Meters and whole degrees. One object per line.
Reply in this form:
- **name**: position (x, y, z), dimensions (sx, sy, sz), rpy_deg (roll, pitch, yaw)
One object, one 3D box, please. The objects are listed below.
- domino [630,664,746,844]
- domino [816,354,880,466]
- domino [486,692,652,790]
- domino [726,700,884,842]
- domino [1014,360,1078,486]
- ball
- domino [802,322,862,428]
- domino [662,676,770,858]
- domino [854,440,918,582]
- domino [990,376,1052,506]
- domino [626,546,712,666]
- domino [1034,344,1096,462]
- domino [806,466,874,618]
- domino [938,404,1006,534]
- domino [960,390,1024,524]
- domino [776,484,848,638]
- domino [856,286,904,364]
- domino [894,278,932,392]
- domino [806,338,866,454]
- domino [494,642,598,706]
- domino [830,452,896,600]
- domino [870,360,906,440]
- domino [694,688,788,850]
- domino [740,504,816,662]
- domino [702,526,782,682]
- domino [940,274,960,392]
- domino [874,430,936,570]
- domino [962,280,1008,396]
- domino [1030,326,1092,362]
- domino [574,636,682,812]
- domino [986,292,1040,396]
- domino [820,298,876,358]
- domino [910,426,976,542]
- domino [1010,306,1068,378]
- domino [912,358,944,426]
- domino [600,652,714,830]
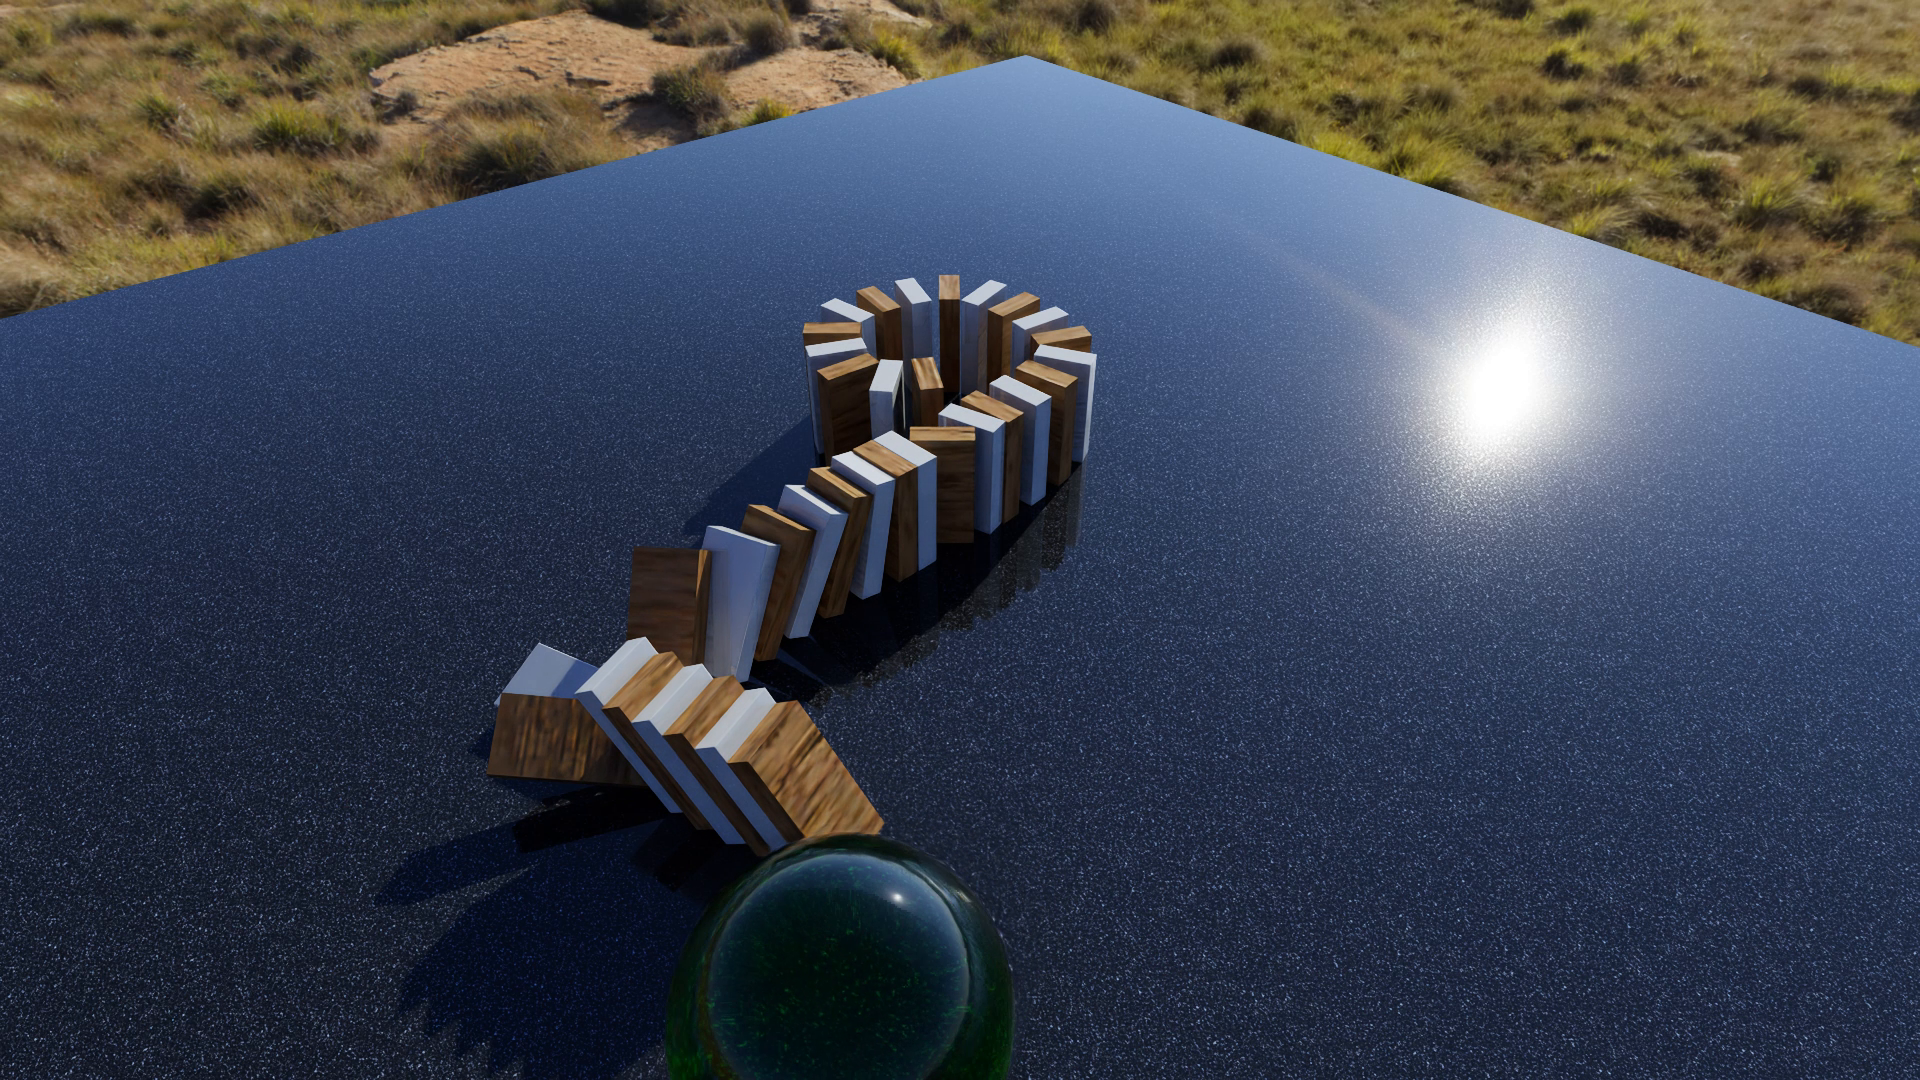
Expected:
- **domino**: position (-0.075, 0.065, 0.334), dimensions (0.009, 0.050, 0.025), rpy_deg (-13, 27, 39)
- **domino**: position (-0.047, -0.054, 0.477), dimensions (0.025, 0.050, 0.010), rpy_deg (-24, 45, -27)
- **domino**: position (-0.120, 0.064, 0.347), dimensions (0.050, 0.009, 0.025), rpy_deg (8, 70, -14)
- **domino**: position (-0.044, 0.075, 0.323), dimensions (0.010, 0.050, 0.025), rpy_deg (-13, 27, 39)
- **domino**: position (0.036, -0.050, 0.472), dimensions (0.025, 0.050, 0.010), rpy_deg (26, 46, 28)
- **ball**: position (-0.027, 0.109, 0.255), dimensions (0.080, 0.080, 0.080), rpy_deg (0, 39, 0)
- **domino**: position (-0.057, -0.075, 0.503), dimensions (0.025, 0.050, 0.010), rpy_deg (0, 39, 0)
- **domino**: position (-0.064, 0.068, 0.330), dimensions (0.010, 0.050, 0.025), rpy_deg (-13, 27, 39)
- **domino**: position (-0.029, -0.011, 0.424), dimensions (0.025, 0.050, 0.009), rpy_deg (32, 47, 33)
- **domino**: position (0.024, -0.041, 0.462), dimensions (0.025, 0.050, 0.010), rpy_deg (31, 48, 32)
- **domino**: position (-0.101, 0.028, 0.381), dimensions (0.025, 0.050, 0.010), rpy_deg (2, -4, 14)
- **domino**: position (0.045, -0.060, 0.484), dimensions (0.025, 0.050, 0.010), rpy_deg (13, 41, 15)
- **domino**: position (-0.050, 0.001, 0.410), dimensions (0.025, 0.050, 0.009), rpy_deg (32, 27, 33)
- **domino**: position (0.004, -0.028, 0.446), dimensions (0.025, 0.050, 0.010), rpy_deg (21, 43, 24)
- **domino**: position (0.012, -0.034, 0.453), dimensions (0.025, 0.050, 0.010), rpy_deg (30, 47, 31)
- **domino**: position (-0.060, 0.008, 0.403), dimensions (0.025, 0.050, 0.010), rpy_deg (31, 19, 32)
- **domino**: position (-0.038, -0.092, 0.524), dimensions (0.009, 0.050, 0.025), rpy_deg (-22, 44, -25)
- **domino**: position (-0.022, -0.097, 0.530), dimensions (0.010, 0.050, 0.025), rpy_deg (-14, 41, -16)
- **domino**: position (-0.053, -0.064, 0.489), dimensions (0.025, 0.050, 0.009), rpy_deg (-11, 41, -13)
- **domino**: position (-0.128, 0.055, 0.370), dimensions (0.050, 0.010, 0.025), rpy_deg (18, 61, 20)
- **domino**: position (-0.039, -0.005, 0.417), dimensions (0.025, 0.050, 0.009), rpy_deg (32, 37, 33)
- **domino**: position (-0.031, -0.049, 0.471), dimensions (0.010, 0.050, 0.025), rpy_deg (5, 40, 6)
- **domino**: position (-0.054, 0.071, 0.326), dimensions (0.010, 0.050, 0.025), rpy_deg (-13, 27, 39)
- **domino**: position (-0.071, 0.015, 0.396), dimensions (0.025, 0.050, 0.010), rpy_deg (24, 11, 26)
- **domino**: position (-0.082, 0.022, 0.387), dimensions (0.025, 0.050, 0.009), rpy_deg (16, 5, 19)
- **domino**: position (-0.005, -0.100, 0.533), dimensions (0.010, 0.050, 0.025), rpy_deg (0, 39, 0)
- **domino**: position (-0.021, -0.015, 0.430), dimensions (0.025, 0.050, 0.010), rpy_deg (32, 48, 33)
- **domino**: position (0.011, -0.096, 0.529), dimensions (0.010, 0.050, 0.025), rpy_deg (23, 45, 25)
- **domino**: position (0.044, -0.071, 0.498), dimensions (0.025, 0.050, 0.009), rpy_deg (-12, 41, -15)
- **domino**: position (-0.094, 0.058, 0.343), dimensions (0.009, 0.050, 0.025), rpy_deg (-14, 27, 39)
- **domino**: position (0.025, -0.089, 0.520), dimensions (0.025, 0.050, 0.010), rpy_deg (-32, 49, -33)
- **domino**: position (-0.051, -0.085, 0.515), dimensions (0.025, 0.050, 0.009), rpy_deg (28, 47, 30)
- **domino**: position (-0.007, -0.021, 0.437), dimensions (0.025, 0.050, 0.009), rpy_deg (0, 39, -1)
- **domino**: position (0.036, -0.080, 0.510), dimensions (0.025, 0.050, 0.009), rpy_deg (-24, 45, -26)
- **domino**: position (-0.014, -0.050, 0.473), dimensions (0.009, 0.050, 0.025), rpy_deg (-7, 40, -8)
- **domino**: position (-0.085, 0.062, 0.338), dimensions (0.010, 0.050, 0.025), rpy_deg (-13, 27, 39)
